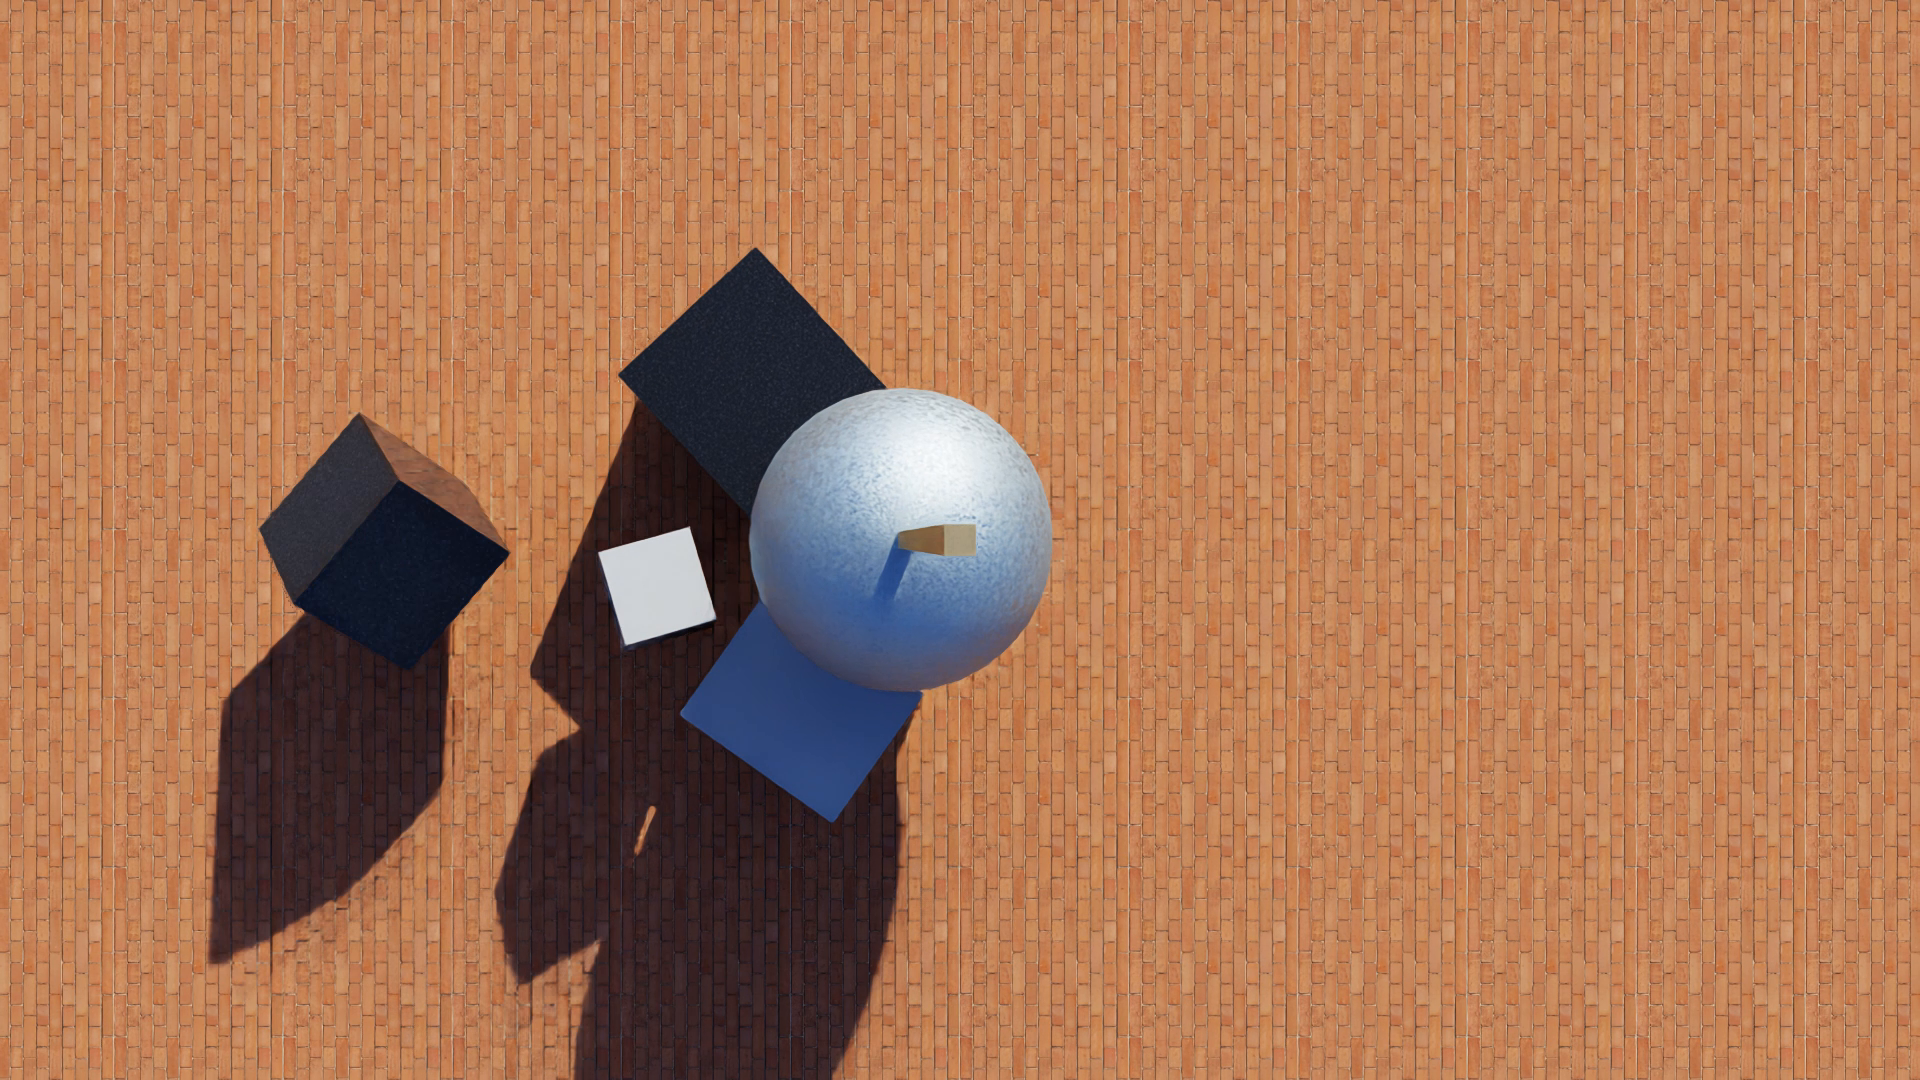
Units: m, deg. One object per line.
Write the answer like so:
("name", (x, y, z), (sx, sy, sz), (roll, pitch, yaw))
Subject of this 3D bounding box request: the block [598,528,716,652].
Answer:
("block", (-1.674, 0.280, 12.127), (0.507, 0.531, 0.523), (-16, 86, -11))

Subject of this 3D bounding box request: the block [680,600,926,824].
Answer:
("block", (-0.868, 0.900, 12.527), (1.035, 0.945, 0.872), (35, 90, 0))

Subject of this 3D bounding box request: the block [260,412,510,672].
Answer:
("block", (-3.223, 0.005, 12.298), (0.879, 0.899, 0.807), (-49, 129, 3))

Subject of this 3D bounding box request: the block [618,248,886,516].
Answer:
("block", (-1.126, -0.856, 12.515), (1.034, 0.970, 1.087), (-43, 90, 0))

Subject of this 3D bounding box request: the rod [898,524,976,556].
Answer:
("rod", (-0.133, 0.000, 8.157), (0.080, 5.200, 0.080), (0, 90, -3))

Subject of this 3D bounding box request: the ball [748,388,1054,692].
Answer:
("ball", (-0.307, 0.000, 11.552), (1.600, 1.600, 1.600), (0, 90, 0))
